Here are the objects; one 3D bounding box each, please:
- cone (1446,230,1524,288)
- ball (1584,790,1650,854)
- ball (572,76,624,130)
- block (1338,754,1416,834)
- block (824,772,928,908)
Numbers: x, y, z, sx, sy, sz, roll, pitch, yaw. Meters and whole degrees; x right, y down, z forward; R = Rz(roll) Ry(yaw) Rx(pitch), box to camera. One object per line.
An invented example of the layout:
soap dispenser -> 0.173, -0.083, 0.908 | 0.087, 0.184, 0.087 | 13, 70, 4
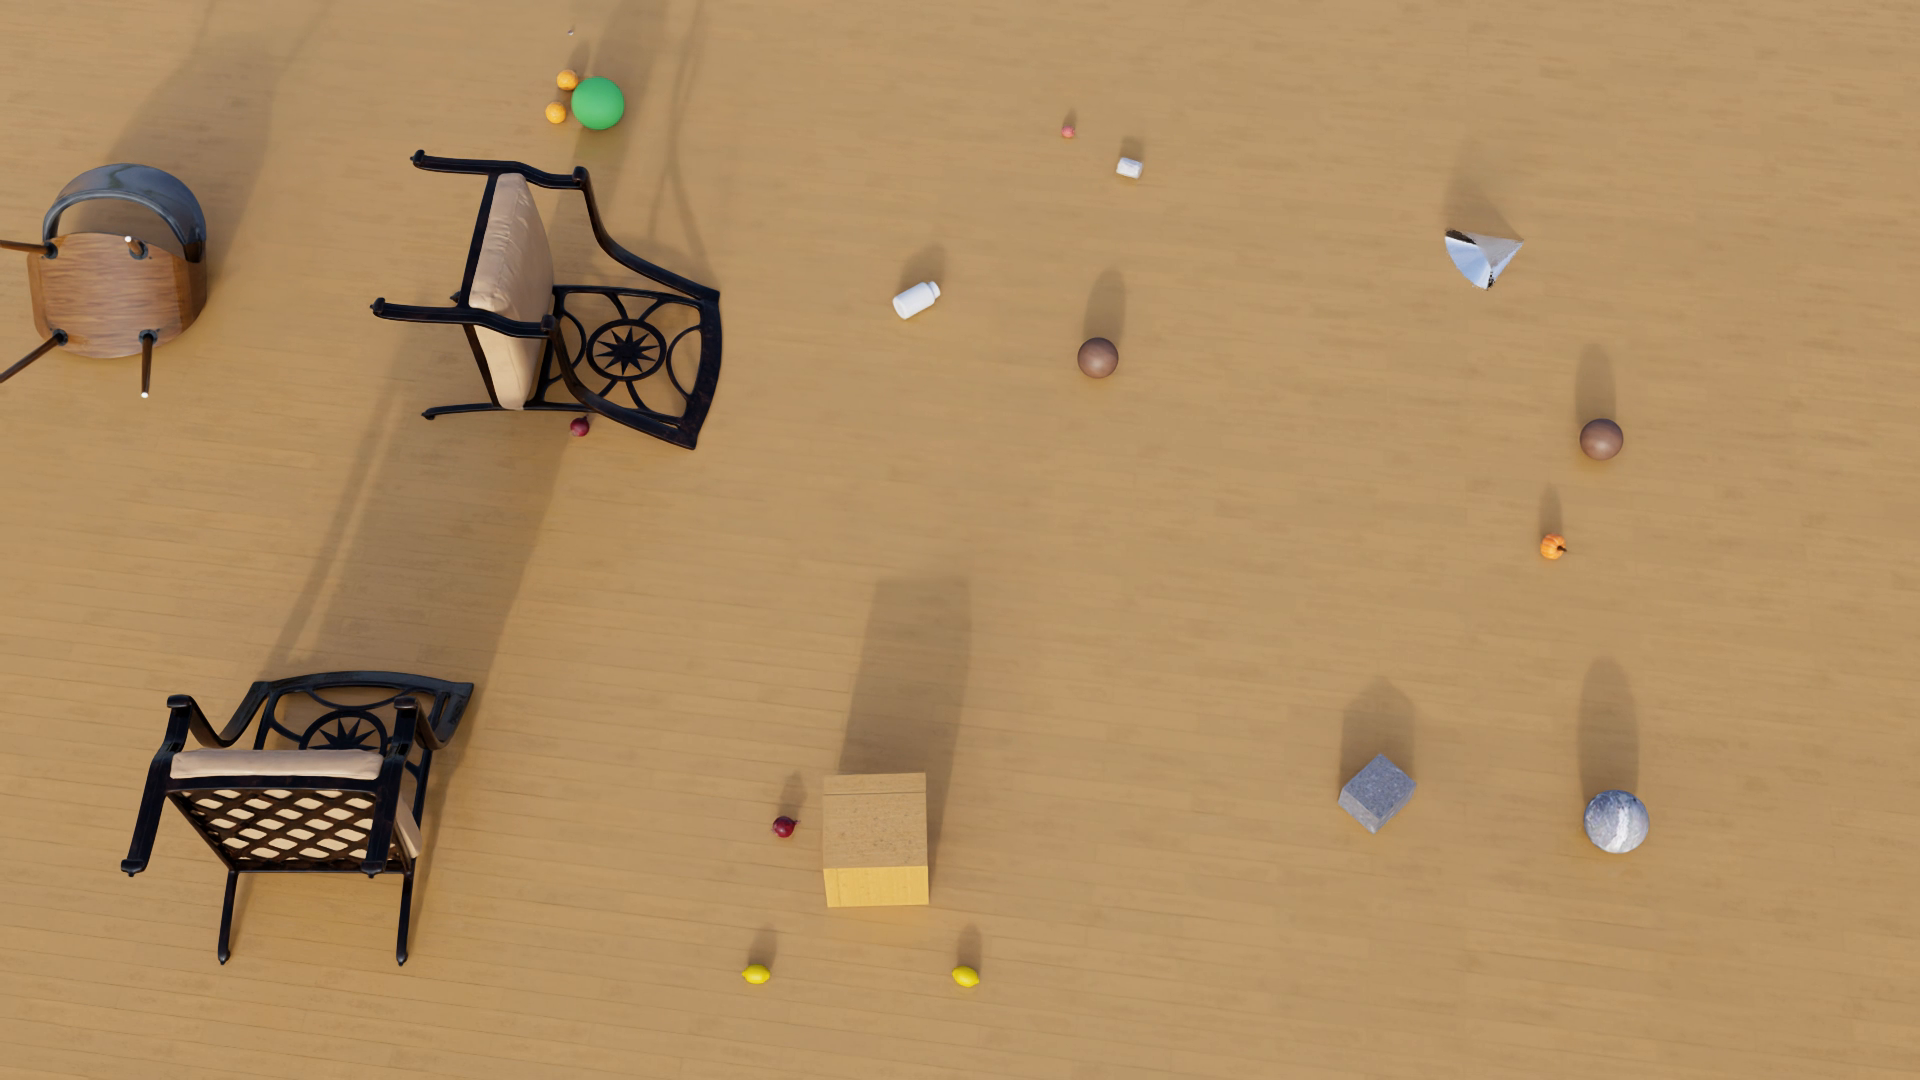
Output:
cone -> 1.752, -0.945, 7.172 | 0.254, 0.123, 0.243 | -19, 61, -28
ball -> 1.778, 0.763, 5.959 | 0.172, 0.172, 0.172 | 0, 56, 0
ball -> -1.229, -1.481, 7.461 | 0.178, 0.178, 0.178 | 0, 56, 0
block -> 1.147, 0.698, 6.049 | 0.158, 0.094, 0.131 | -38, 64, -22
block -> -0.224, 0.804, 5.891 | 0.271, 0.238, 0.273 | -1, 56, -1
